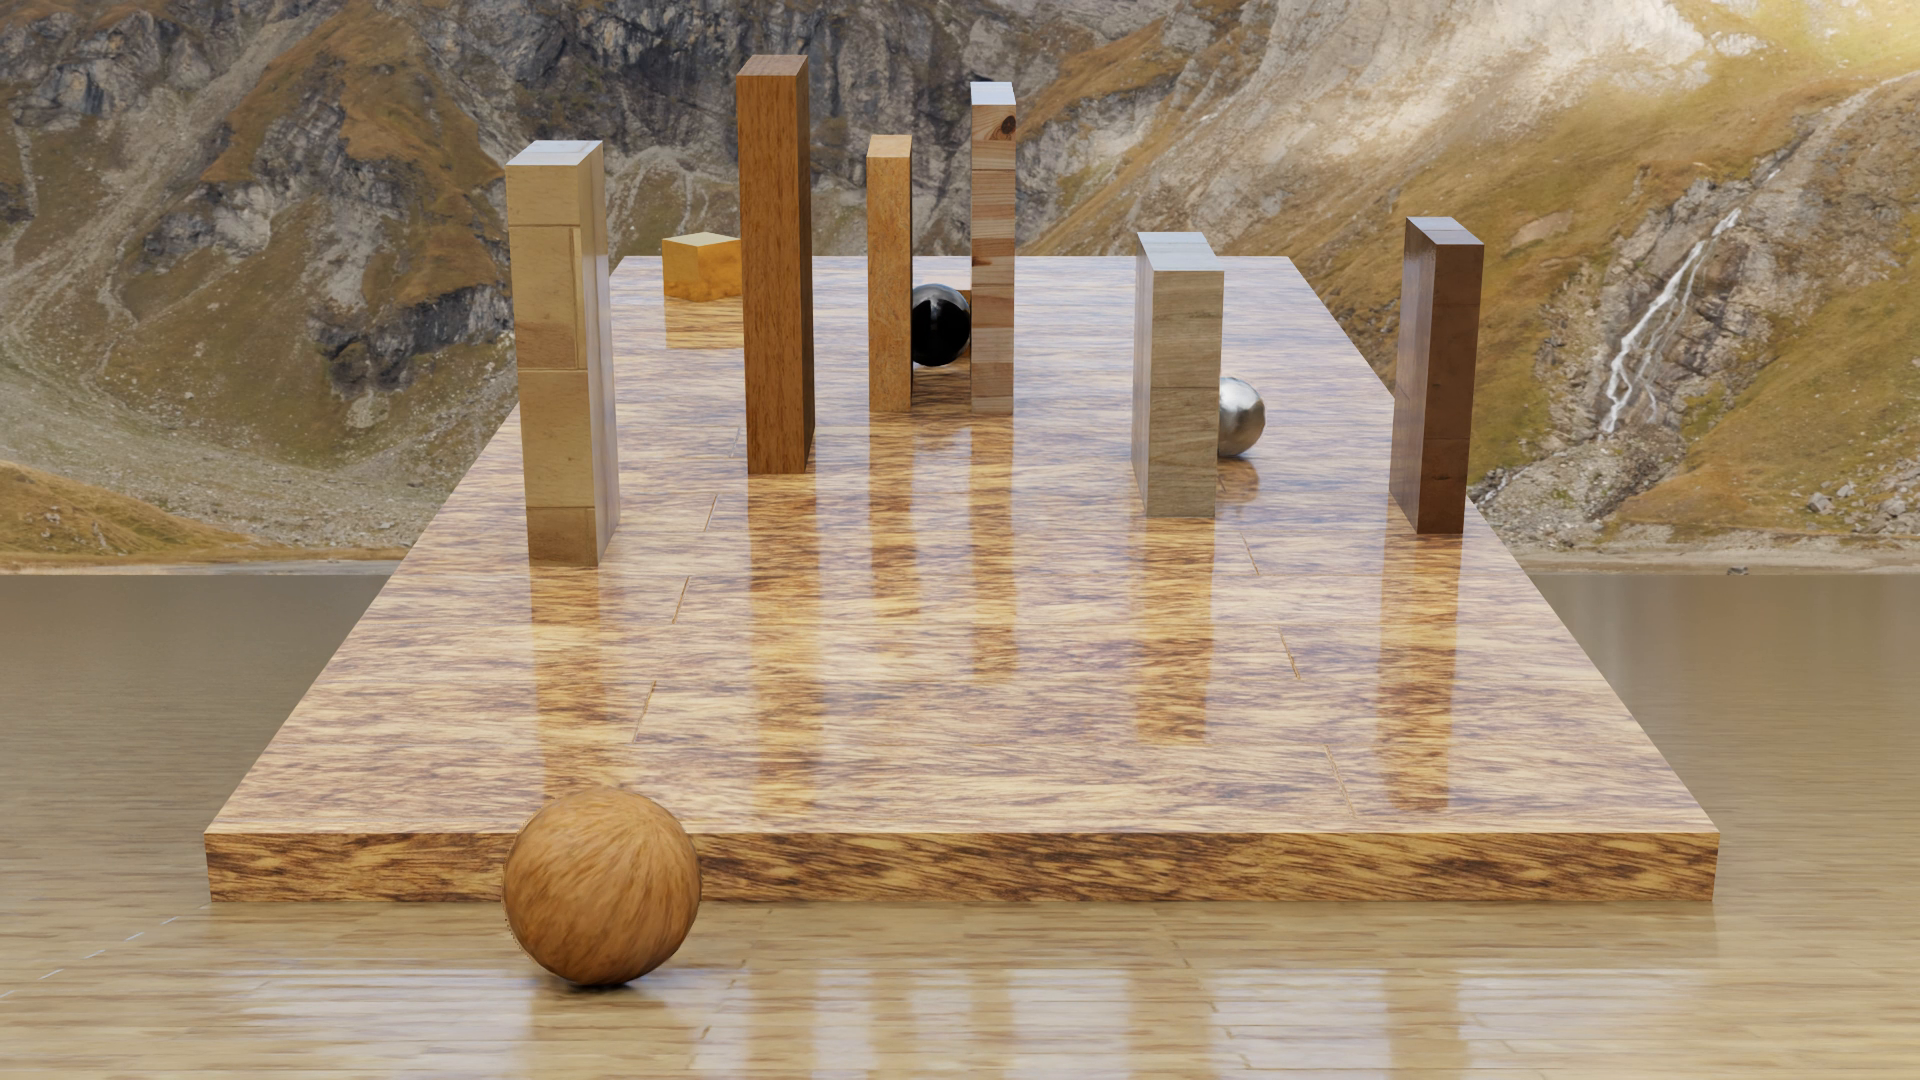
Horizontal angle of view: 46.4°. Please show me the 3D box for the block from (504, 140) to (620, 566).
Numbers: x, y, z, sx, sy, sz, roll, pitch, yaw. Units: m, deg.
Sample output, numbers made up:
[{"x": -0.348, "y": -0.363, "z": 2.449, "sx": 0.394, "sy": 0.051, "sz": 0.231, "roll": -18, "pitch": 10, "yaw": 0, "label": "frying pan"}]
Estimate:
[{"x": -0.706, "y": -0.337, "z": 4.012, "sx": 0.122, "sy": 0.713, "sz": 0.289, "roll": 0, "pitch": 18, "yaw": 0, "label": "block"}]

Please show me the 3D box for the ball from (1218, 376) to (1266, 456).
[{"x": 0.554, "y": -0.257, "z": 4.657, "sx": 0.164, "sy": 0.164, "sz": 0.164, "roll": 0, "pitch": -1, "yaw": 0, "label": "ball"}]

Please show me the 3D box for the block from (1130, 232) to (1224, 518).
[{"x": 0.420, "y": -0.330, "z": 4.379, "sx": 0.130, "sy": 0.477, "sz": 0.395, "roll": 0, "pitch": 18, "yaw": 0, "label": "block"}]

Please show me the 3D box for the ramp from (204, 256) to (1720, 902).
[{"x": -0.004, "y": -0.188, "z": 4.868, "sx": 2.000, "sy": 0.100, "sz": 4.000, "roll": 0, "pitch": 18, "yaw": 0, "label": "ramp"}]

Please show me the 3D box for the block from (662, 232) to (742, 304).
[{"x": -0.712, "y": -0.755, "z": 6.188, "sx": 0.156, "sy": 0.156, "sz": 0.156, "roll": 17, "pitch": 25, "yaw": 42, "label": "block"}]

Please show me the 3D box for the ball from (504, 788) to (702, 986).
[{"x": -0.381, "y": 0.370, "z": 2.389, "sx": 0.209, "sy": 0.209, "sz": 0.209, "roll": 0, "pitch": -1, "yaw": 0, "label": "ball"}]

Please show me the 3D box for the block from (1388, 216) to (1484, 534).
[{"x": 0.894, "y": -0.314, "z": 4.222, "sx": 0.086, "sy": 0.544, "sz": 0.283, "roll": 0, "pitch": 18, "yaw": 0, "label": "block"}]

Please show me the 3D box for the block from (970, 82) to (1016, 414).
[{"x": 0.072, "y": -0.670, "z": 5.083, "sx": 0.094, "sy": 0.683, "sz": 0.414, "roll": 0, "pitch": 18, "yaw": 0, "label": "block"}]

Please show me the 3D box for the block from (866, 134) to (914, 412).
[{"x": -0.157, "y": -0.612, "z": 5.091, "sx": 0.093, "sy": 0.568, "sz": 0.349, "roll": 0, "pitch": 18, "yaw": 0, "label": "block"}]

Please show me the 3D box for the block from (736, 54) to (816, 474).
[{"x": -0.373, "y": -0.572, "z": 4.598, "sx": 0.115, "sy": 0.797, "sz": 0.378, "roll": 0, "pitch": 18, "yaw": 0, "label": "block"}]

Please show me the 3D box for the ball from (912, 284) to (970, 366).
[{"x": -0.065, "y": -0.519, "z": 5.399, "sx": 0.200, "sy": 0.200, "sz": 0.200, "roll": 0, "pitch": -1, "yaw": 0, "label": "ball"}]

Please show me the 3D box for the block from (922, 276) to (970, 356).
[{"x": -0.012, "y": -0.559, "z": 5.577, "sx": 0.165, "sy": 0.165, "sz": 0.165, "roll": 1, "pitch": 18, "yaw": 4, "label": "block"}]
